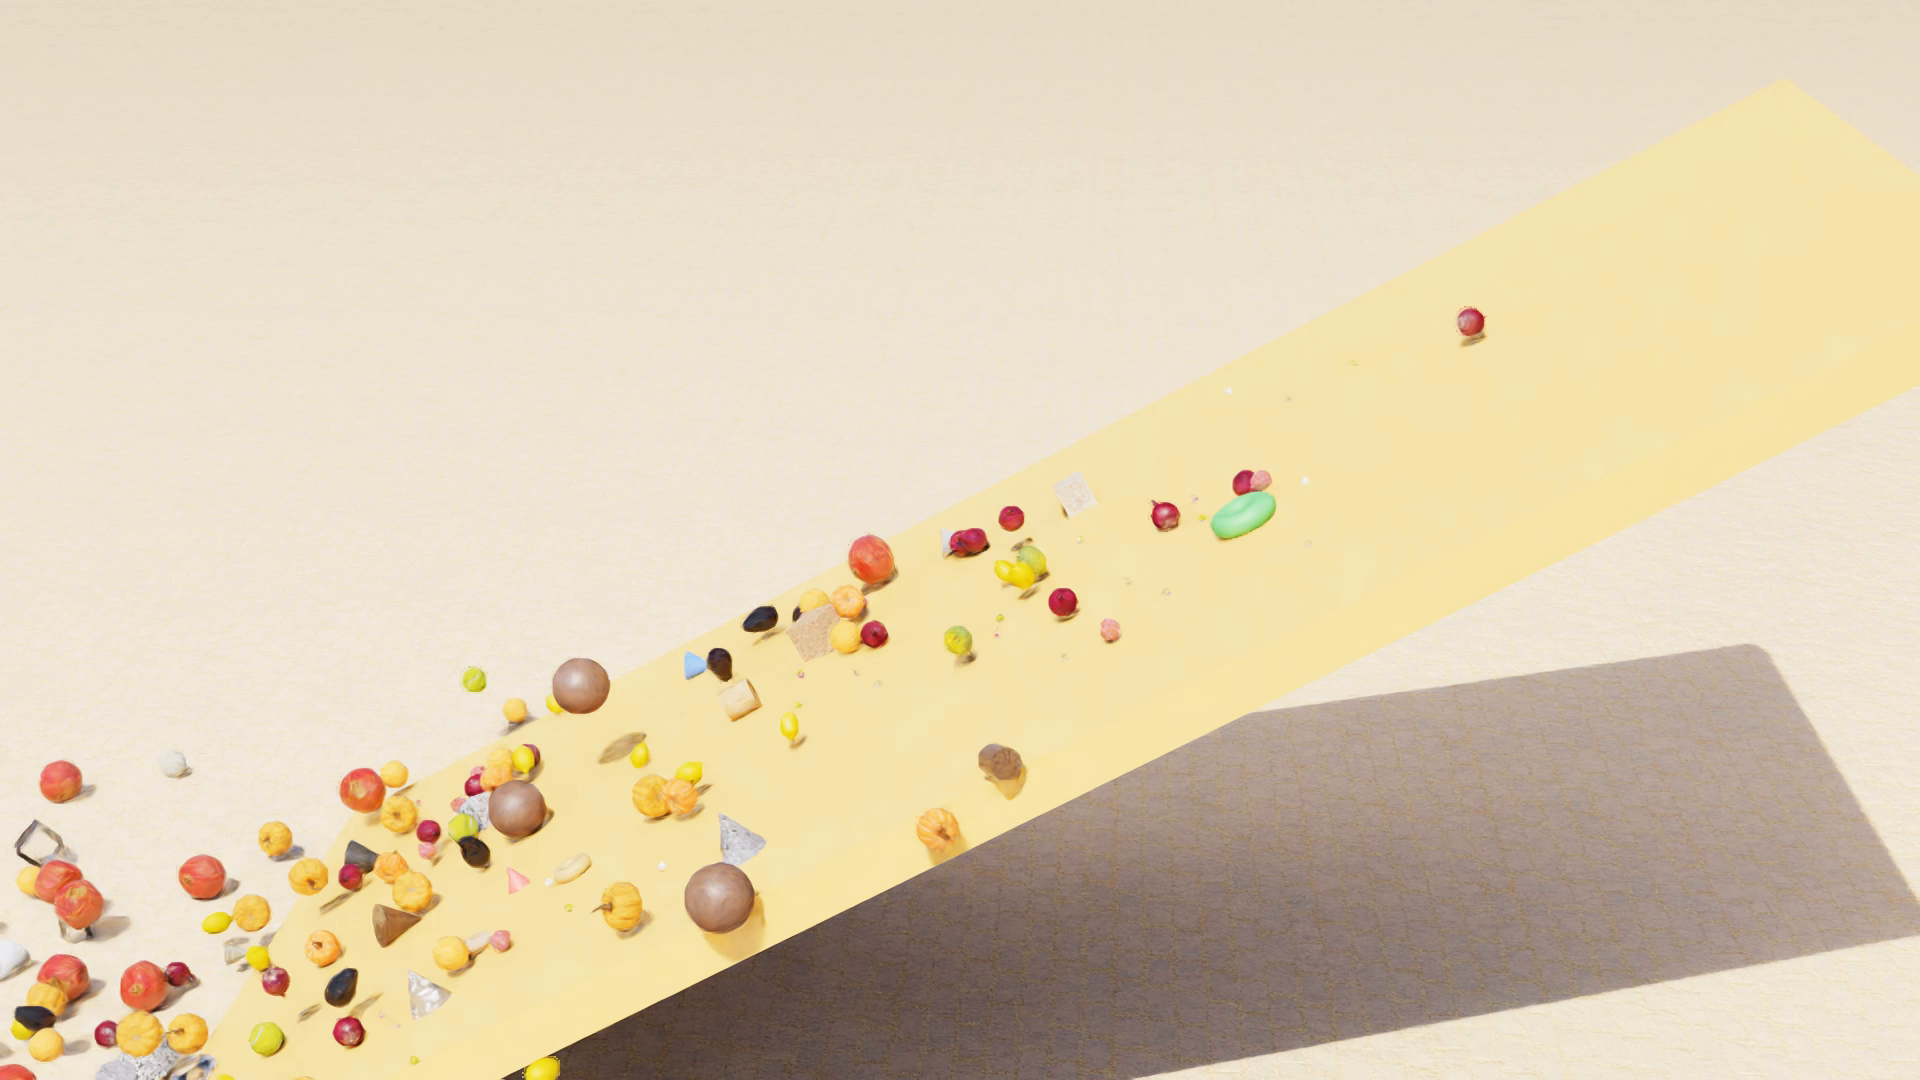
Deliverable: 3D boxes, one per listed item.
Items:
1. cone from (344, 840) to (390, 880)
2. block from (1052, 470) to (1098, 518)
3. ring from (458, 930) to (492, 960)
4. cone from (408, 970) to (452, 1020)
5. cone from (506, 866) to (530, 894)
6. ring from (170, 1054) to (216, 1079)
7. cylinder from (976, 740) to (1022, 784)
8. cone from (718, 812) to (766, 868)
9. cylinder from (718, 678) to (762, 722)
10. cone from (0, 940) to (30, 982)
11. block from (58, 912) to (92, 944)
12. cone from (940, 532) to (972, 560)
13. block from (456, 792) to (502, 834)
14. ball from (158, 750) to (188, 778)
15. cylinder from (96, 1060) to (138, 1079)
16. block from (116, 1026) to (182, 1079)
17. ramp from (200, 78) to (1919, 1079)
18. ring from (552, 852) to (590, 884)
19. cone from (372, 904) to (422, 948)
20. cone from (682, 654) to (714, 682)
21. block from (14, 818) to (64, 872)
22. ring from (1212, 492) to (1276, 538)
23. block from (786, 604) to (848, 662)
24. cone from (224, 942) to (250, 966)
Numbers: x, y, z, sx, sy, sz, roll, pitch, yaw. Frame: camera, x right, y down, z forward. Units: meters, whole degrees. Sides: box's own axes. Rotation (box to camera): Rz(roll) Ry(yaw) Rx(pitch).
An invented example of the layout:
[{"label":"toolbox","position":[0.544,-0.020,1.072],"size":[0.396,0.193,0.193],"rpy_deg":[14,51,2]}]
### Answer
[{"label":"cone","position":[-1.400,0.763,6.996],"size":[0.098,0.098,0.098],"rpy_deg":[0,18,9]},{"label":"block","position":[0.259,-0.102,6.628],"size":[0.071,0.071,0.071],"rpy_deg":[-29,14,3]},{"label":"ring","position":[-0.990,0.826,6.000],"size":[0.077,0.026,0.077],"rpy_deg":[-32,14,9]},{"label":"cone","position":[-1.070,0.884,5.824],"size":[0.092,0.092,0.092],"rpy_deg":[-28,14,8]},{"label":"cone","position":[-0.949,0.714,6.247],"size":[0.054,0.054,0.054],"rpy_deg":[-28,14,8]},{"label":"ring","position":[-1.618,1.123,6.204],"size":[0.109,0.036,0.109],"rpy_deg":[-27,15,8]},{"label":"cylinder","position":[0.071,0.399,5.290],"size":[0.060,0.060,0.060],"rpy_deg":[-11,29,-30]},{"label":"cone","position":[-0.440,0.564,5.662],"size":[0.099,0.099,0.099],"rpy_deg":[-28,14,8]},{"label":"cylinder","position":[-0.490,0.354,6.540],"size":[0.072,0.072,0.072],"rpy_deg":[-35,20,2]},{"label":"cone","position":[-2.248,1.007,6.908],"size":[0.097,0.097,0.097],"rpy_deg":[2,44,5]},{"label":"block","position":[-2.138,0.938,7.109],"size":[0.053,0.053,0.053],"rpy_deg":[17,24,41]},{"label":"cone","position":[-0.004,0.005,6.857],"size":[0.074,0.074,0.074],"rpy_deg":[-16,19,-1]},{"label":"block","position":[-1.119,0.634,6.841],"size":[0.064,0.064,0.064],"rpy_deg":[-18,18,39]},{"label":"ball","position":[-2.162,0.614,8.077],"size":[0.076,0.076,0.076],"rpy_deg":[0,18,0]},{"label":"cylinder","position":[-1.726,1.124,6.041],"size":[0.081,0.081,0.081],"rpy_deg":[1,41,-1]},{"label":"block","position":[-1.769,1.127,6.414],"size":[0.083,0.083,0.083],"rpy_deg":[-28,15,18]},{"label":"ramp","position":[0.141,0.167,6.282],"size":[4.000,0.100,2.000],"rpy_deg":[-27,14,11]},{"label":"ring","position":[-0.809,0.684,6.124],"size":[0.089,0.030,0.089],"rpy_deg":[-29,13,8]},{"label":"cone","position":[-1.213,0.830,6.394],"size":[0.098,0.098,0.098],"rpy_deg":[-7,19,-29]},{"label":"cone","position":[-0.620,0.302,7.061],"size":[0.071,0.071,0.071],"rpy_deg":[-11,15,17]},{"label":"block","position":[-2.348,0.779,7.501],"size":[0.082,0.082,0.082],"rpy_deg":[41,-2,-28]},{"label":"ring","position":[0.568,-0.050,5.888],"size":[0.140,0.047,0.140],"rpy_deg":[-27,15,8]},{"label":"block","position":[-0.323,0.211,6.678],"size":[0.085,0.085,0.085],"rpy_deg":[-20,17,35]},{"label":"cone","position":[-1.692,0.971,6.911],"size":[0.056,0.056,0.056],"rpy_deg":[-4,18,5]}]
